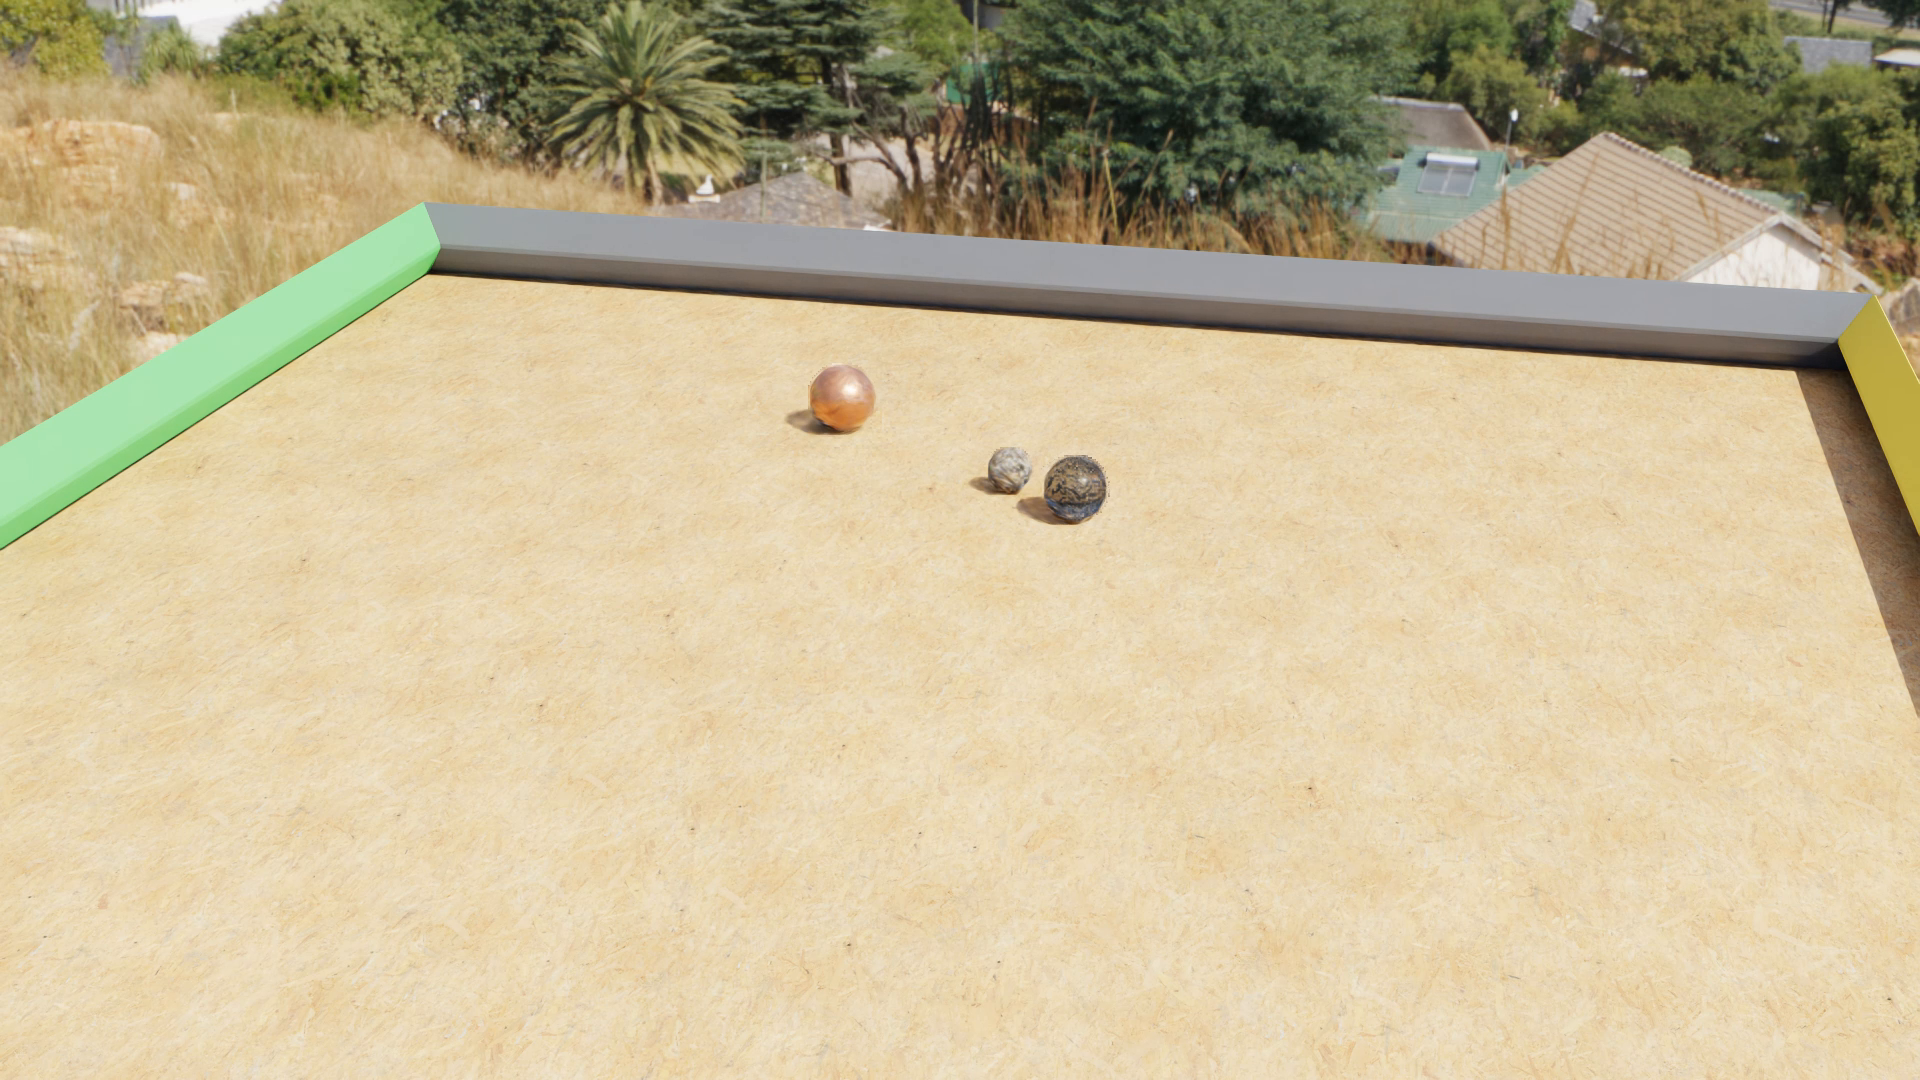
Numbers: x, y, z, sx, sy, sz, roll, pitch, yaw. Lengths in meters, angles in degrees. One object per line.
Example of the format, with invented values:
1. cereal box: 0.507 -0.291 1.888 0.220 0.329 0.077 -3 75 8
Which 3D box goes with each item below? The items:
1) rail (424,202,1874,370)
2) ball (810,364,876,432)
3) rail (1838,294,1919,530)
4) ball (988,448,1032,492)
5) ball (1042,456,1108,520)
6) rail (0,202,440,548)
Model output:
1. rail: 0.198 -0.370 3.204 2.134 0.110 0.045 5 24 12
2. ball: -0.150 -0.182 2.809 0.085 0.085 0.085 0 24 0
3. rail: 0.813 0.430 1.387 0.045 0.110 3.643 5 24 12
4. ball: 0.059 -0.083 2.624 0.053 0.053 0.053 0 24 0
5. ball: 0.133 -0.060 2.544 0.075 0.075 0.075 0 24 0
6. rail: -1.220 0.242 1.813 0.045 0.110 3.643 5 24 12
